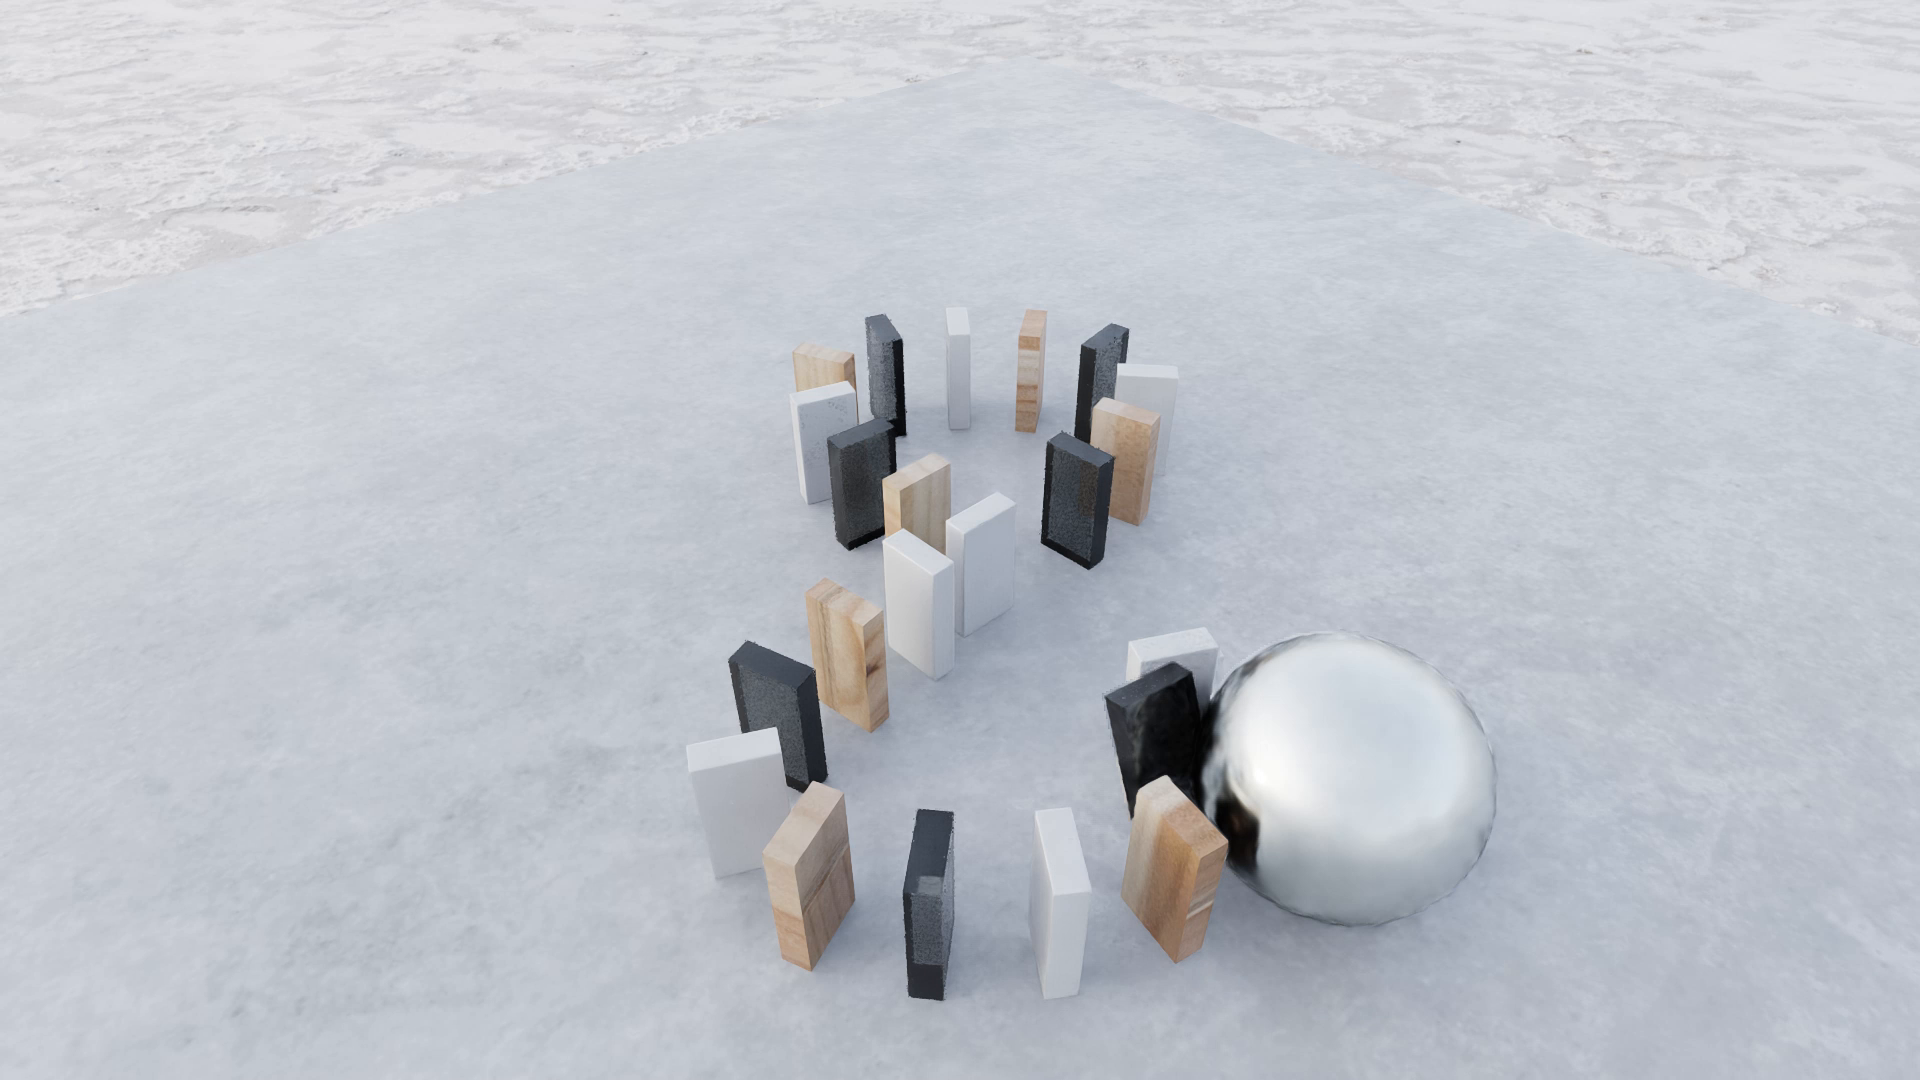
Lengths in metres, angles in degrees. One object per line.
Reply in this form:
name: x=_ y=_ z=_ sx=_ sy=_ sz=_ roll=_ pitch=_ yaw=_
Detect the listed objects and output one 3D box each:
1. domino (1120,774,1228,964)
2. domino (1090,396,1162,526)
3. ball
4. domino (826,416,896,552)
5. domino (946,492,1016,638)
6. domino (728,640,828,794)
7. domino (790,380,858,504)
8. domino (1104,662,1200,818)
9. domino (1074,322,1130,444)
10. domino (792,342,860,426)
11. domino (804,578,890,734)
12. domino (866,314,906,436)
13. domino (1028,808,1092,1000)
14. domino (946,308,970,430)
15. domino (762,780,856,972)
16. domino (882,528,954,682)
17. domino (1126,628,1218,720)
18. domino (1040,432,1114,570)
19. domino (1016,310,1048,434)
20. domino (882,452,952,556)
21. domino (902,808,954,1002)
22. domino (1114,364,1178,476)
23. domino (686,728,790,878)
domino: x=0.058 y=0.091 z=0.301 sx=0.010 sy=0.050 sz=0.025 roll=-21 pitch=44 yaw=-24
domino: x=0.066 y=-0.032 z=0.450 sx=0.025 sy=0.050 sz=0.009 roll=21 pitch=44 yaw=24
ball: x=0.106 y=0.066 z=0.307 sx=0.080 sy=0.080 sz=0.080 roll=0 pitch=39 yaw=0
domino: x=-0.038 y=-0.022 z=0.438 sx=0.025 sy=0.050 sz=0.009 roll=-26 pitch=46 yaw=-28
domino: x=0.007 y=0.010 z=0.400 sx=0.025 sy=0.050 sz=0.009 roll=-30 pitch=48 yaw=-31
domino: x=-0.056 y=0.056 z=0.343 sx=0.025 sy=0.050 sz=0.009 roll=19 pitch=43 yaw=22
domino: x=-0.056 y=-0.040 z=0.461 sx=0.025 sy=0.050 sz=0.010 roll=-16 pitch=42 yaw=-19
domino: x=0.061 y=0.065 z=0.331 sx=0.025 sy=0.050 sz=0.010 roll=-23 pitch=23 yaw=-20
domino: x=0.064 y=-0.070 z=0.496 sx=0.009 sy=0.050 sz=0.025 roll=26 pitch=46 yaw=28
domino: x=-0.058 y=-0.061 z=0.486 sx=0.025 sy=0.050 sz=0.010 roll=16 pitch=42 yaw=18
domino: x=-0.037 y=0.039 z=0.364 sx=0.025 sy=0.050 sz=0.010 roll=27 pitch=46 yaw=29
domino: x=-0.034 y=-0.075 z=0.502 sx=0.009 sy=0.050 sz=0.025 roll=-14 pitch=41 yaw=-16
domino: x=0.026 y=0.097 z=0.293 sx=0.009 sy=0.050 sz=0.025 roll=-5 pitch=40 yaw=-6
domino: x=-0.001 y=-0.079 z=0.508 sx=0.010 sy=0.050 sz=0.025 roll=-3 pitch=39 yaw=-3
domino: x=-0.040 y=0.092 z=0.299 sx=0.009 sy=0.050 sz=0.025 roll=16 pitch=42 yaw=19
domino: x=-0.014 y=0.023 z=0.383 sx=0.009 sy=0.050 sz=0.025 roll=-32 pitch=49 yaw=-33
domino: x=0.065 y=0.052 z=0.348 sx=0.025 sy=0.050 sz=0.010 roll=-10 pitch=36 yaw=-11
domino: x=0.045 y=-0.015 z=0.430 sx=0.025 sy=0.050 sz=0.009 roll=31 pitch=48 yaw=32
domino: x=0.033 y=-0.077 z=0.506 sx=0.009 sy=0.050 sz=0.025 roll=7 pitch=40 yaw=8
domino: x=-0.016 y=-0.006 z=0.419 sx=0.025 sy=0.050 sz=0.009 roll=-31 pitch=48 yaw=-32
domino: x=-0.008 y=0.098 z=0.292 sx=0.009 sy=0.050 sz=0.025 roll=4 pitch=40 yaw=5
domino: x=0.078 y=-0.051 z=0.474 sx=0.025 sy=0.050 sz=0.010 roll=3 pitch=39 yaw=4
domino: x=-0.062 y=0.077 z=0.318 sx=0.025 sy=0.050 sz=0.010 roll=-10 pitch=40 yaw=-12
